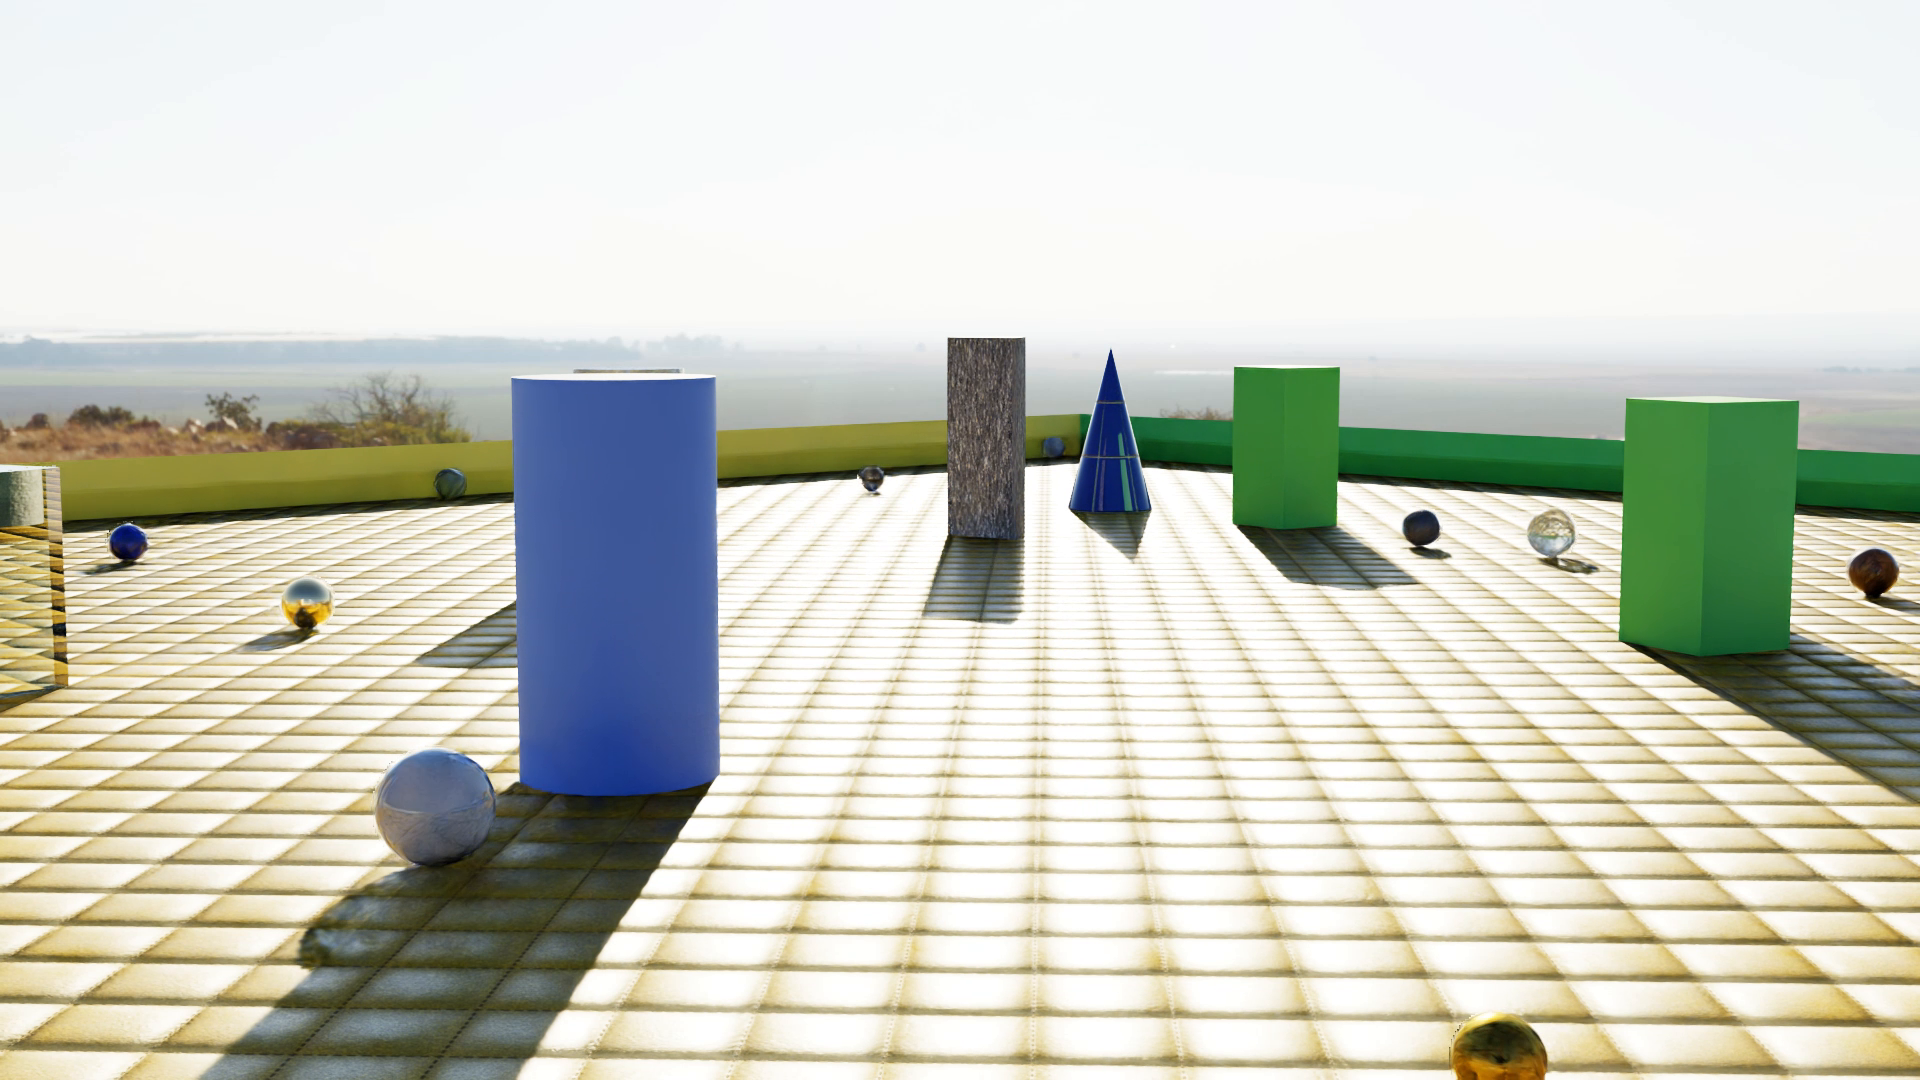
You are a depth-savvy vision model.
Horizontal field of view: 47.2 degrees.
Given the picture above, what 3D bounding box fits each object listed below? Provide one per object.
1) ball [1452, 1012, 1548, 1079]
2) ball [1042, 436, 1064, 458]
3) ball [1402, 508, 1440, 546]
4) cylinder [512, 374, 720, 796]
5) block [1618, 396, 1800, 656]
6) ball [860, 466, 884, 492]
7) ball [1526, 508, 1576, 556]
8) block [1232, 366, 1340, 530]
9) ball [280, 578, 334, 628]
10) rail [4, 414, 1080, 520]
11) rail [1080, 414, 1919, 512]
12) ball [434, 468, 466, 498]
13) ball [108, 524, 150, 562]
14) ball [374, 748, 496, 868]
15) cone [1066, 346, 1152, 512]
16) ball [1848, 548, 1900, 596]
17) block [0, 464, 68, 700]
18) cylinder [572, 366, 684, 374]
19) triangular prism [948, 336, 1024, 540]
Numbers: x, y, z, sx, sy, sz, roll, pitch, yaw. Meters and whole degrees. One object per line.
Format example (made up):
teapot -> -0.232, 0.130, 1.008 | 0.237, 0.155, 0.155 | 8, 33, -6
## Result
ball -> 0.302, 0.291, 1.230 | 0.052, 0.052, 0.052 | 0, 6, 0
ball -> 0.277, -0.273, 6.508 | 0.066, 0.066, 0.066 | 0, 6, 0
ball -> 0.862, -0.023, 4.111 | 0.072, 0.072, 0.072 | 0, 6, 0
cylinder -> -0.325, 0.035, 2.088 | 0.190, 0.380, 0.190 | 0, 6, 0
block -> 0.986, -0.023, 2.902 | 0.152, 0.325, 0.152 | -3, 7, -24
ball -> -0.214, -0.149, 5.364 | 0.060, 0.060, 0.060 | 0, 6, 0
ball -> 1.061, -0.013, 3.945 | 0.087, 0.087, 0.087 | 0, 6, 0
block -> 0.670, -0.194, 4.525 | 0.152, 0.325, 0.152 | -4, 7, -35
ball -> -0.909, 0.088, 3.064 | 0.071, 0.071, 0.071 | 0, 6, 0
rail -> -1.492, -0.137, 4.941 | 5.095, 0.124, 0.045 | -6, 8, -42
rail -> 1.855, -0.147, 5.034 | 0.045, 0.124, 4.449 | -6, 8, -42
ball -> -1.193, -0.132, 5.142 | 0.072, 0.072, 0.072 | 0, 6, 0
ball -> -1.461, 0.005, 3.865 | 0.067, 0.067, 0.067 | 0, 6, 0
ball -> -0.419, 0.214, 1.758 | 0.095, 0.095, 0.095 | 0, 6, 0
cone -> 0.333, -0.249, 4.871 | 0.190, 0.361, 0.190 | 0, 6, 0
ball -> 1.418, 0.049, 3.414 | 0.075, 0.075, 0.075 | 0, 6, 0
block -> -1.155, 0.048, 2.551 | 0.152, 0.259, 0.152 | 3, 7, 25
cylinder -> -0.572, -0.127, 3.809 | 0.190, 0.341, 0.190 | 0, 6, 0
triangular prism -> 0.084, -0.205, 4.330 | 0.165, 0.388, 0.143 | 5, 8, 37
